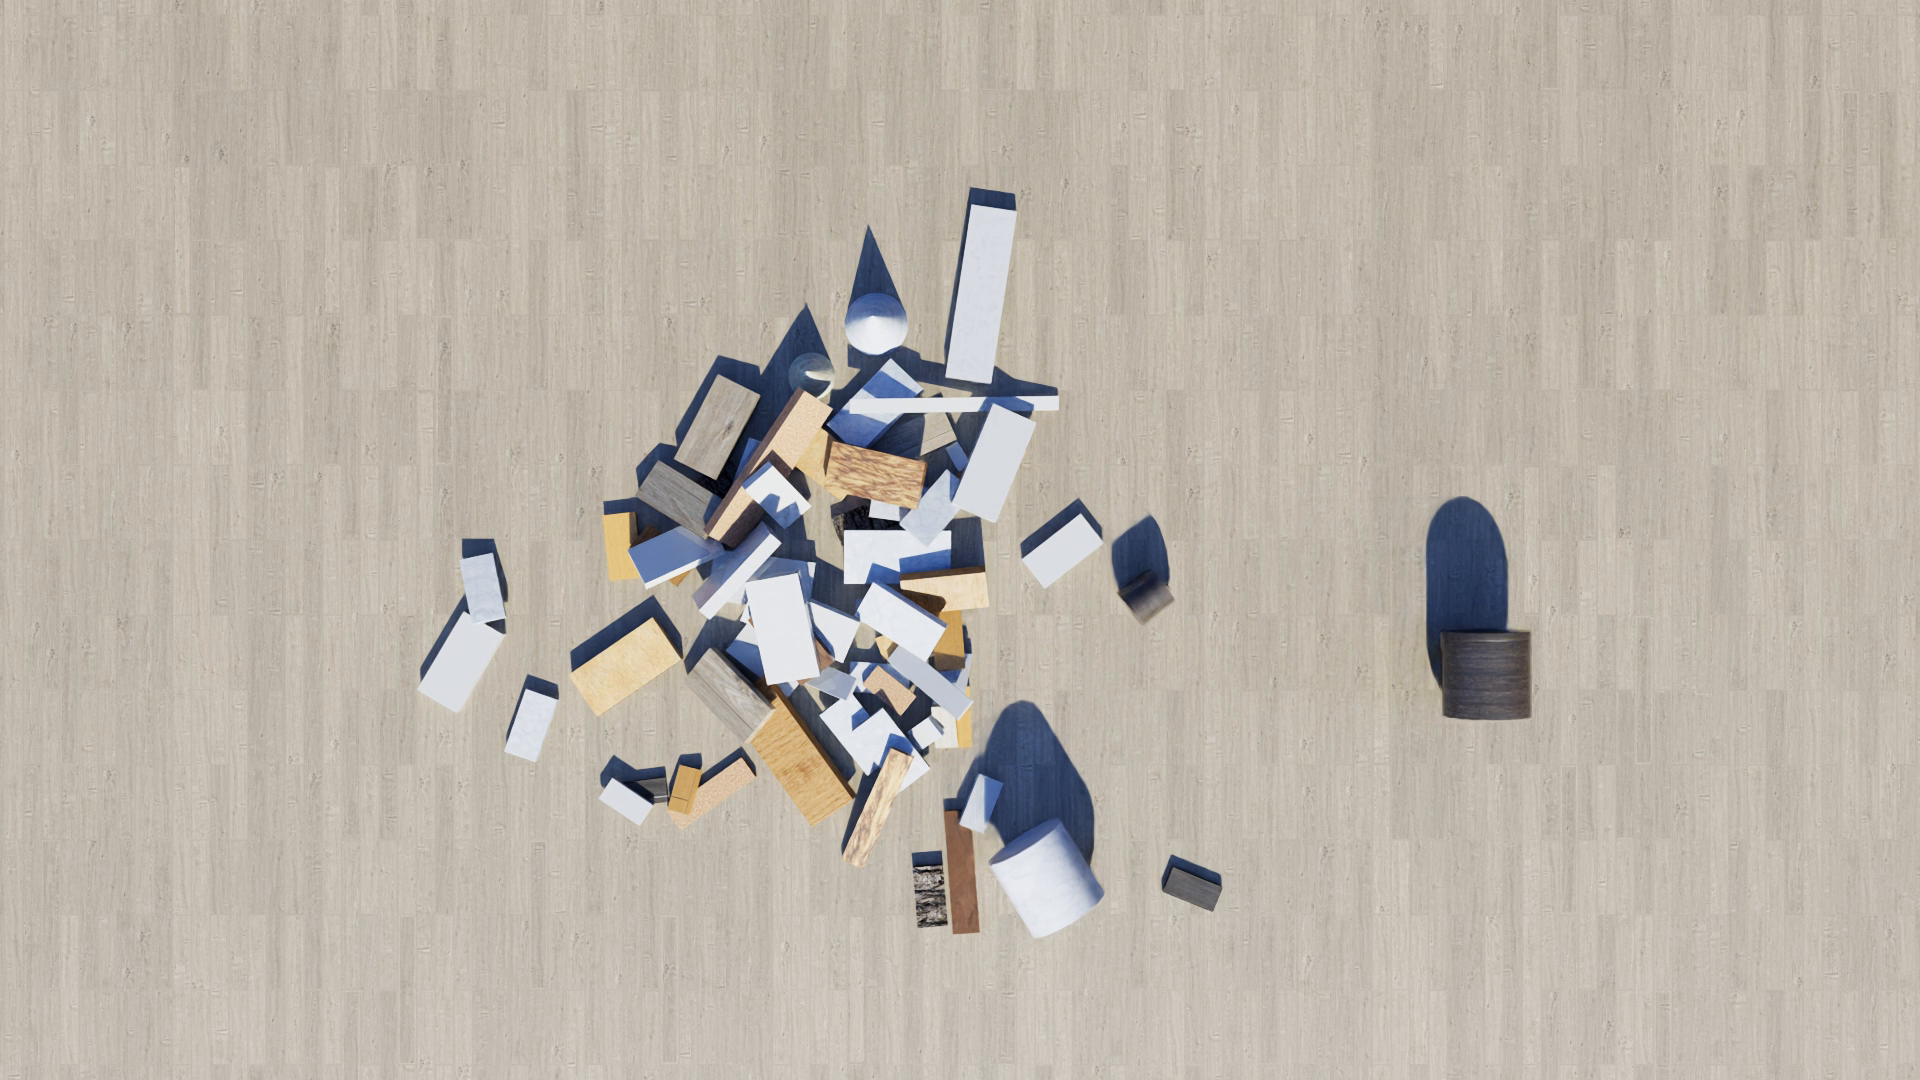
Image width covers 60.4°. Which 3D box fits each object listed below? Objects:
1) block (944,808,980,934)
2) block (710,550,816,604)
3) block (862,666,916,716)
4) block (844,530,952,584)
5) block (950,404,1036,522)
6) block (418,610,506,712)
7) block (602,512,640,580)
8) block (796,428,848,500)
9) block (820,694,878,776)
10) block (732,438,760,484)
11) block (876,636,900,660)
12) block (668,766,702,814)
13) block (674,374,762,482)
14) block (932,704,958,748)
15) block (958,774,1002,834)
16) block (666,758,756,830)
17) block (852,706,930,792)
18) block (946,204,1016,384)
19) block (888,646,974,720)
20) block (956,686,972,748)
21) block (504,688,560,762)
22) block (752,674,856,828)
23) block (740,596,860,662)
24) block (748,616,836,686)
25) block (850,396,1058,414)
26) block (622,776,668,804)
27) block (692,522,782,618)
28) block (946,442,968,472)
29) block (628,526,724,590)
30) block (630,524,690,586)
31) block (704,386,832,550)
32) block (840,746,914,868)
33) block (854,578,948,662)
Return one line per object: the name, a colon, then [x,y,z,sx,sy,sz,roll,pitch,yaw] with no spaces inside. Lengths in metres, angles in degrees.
block: [0.006,1.102,5.487,0.090,0.025,0.409,-4,90,0]
block: [-0.656,0.136,5.476,0.337,0.048,0.168,8,90,0]
block: [-0.233,0.497,5.460,0.164,0.023,0.082,39,90,0]
block: [-0.207,0.055,5.457,0.351,0.050,0.176,0,95,-3]
block: [0.109,-0.252,5.420,0.158,0.045,0.356,23,83,-9]
block: [-1.655,0.404,5.479,0.151,0.043,0.301,31,90,0]
block: [-1.120,0.021,5.485,0.109,0.031,0.219,-6,90,0]
block: [-0.467,-0.281,5.478,0.304,0.043,0.152,37,90,0]
block: [-0.335,0.639,5.467,0.129,0.036,0.258,-38,97,0]
block: [-0.691,-0.203,5.453,0.102,0.029,0.252,19,101,-11]
block: [-0.194,0.336,5.489,0.158,0.022,0.079,-21,90,0]
block: [-0.912,0.829,5.471,0.075,0.021,0.150,12,81,10]
block: [-0.800,-0.371,5.460,0.158,0.045,0.316,27,87,7]
block: [-0.049,0.613,5.433,0.075,0.021,0.150,-3,111,7]
block: [0.068,0.873,5.470,0.090,0.025,0.179,23,84,-12]
block: [-0.826,0.844,5.488,0.306,0.023,0.081,-35,90,0]
block: [-0.227,0.690,5.442,0.129,0.036,0.257,-37,97,1]
block: [0.071,-0.814,5.471,0.152,0.043,0.575,9,88,0]
block: [-0.098,0.462,5.414,0.315,0.022,0.079,39,91,19]
block: [-0.014,0.589,5.486,0.101,0.029,0.202,-2,90,0]
block: [-1.424,0.615,5.485,0.109,0.031,0.219,19,90,0]
block: [-0.561,0.694,5.453,0.175,0.050,0.501,-36,90,15]
block: [-0.525,0.263,5.436,0.365,0.043,0.151,23,103,-4]
block: [-0.552,0.326,5.410,0.140,0.040,0.281,-36,100,10]
block: [-0.017,-0.447,5.439,0.696,0.013,0.047,-2,99,-8]
block: [-1.056,0.840,5.488,0.163,0.023,0.081,-7,90,0]
block: [-0.728,0.096,5.365,0.337,0.168,0.048,-47,112,0]
block: [-0.006,-0.277,5.473,0.047,0.013,0.094,-32,67,6]
block: [-0.932,0.038,5.418,0.282,0.040,0.141,-25,67,-15]
block: [-0.984,0.052,5.465,0.203,0.029,0.102,40,75,-5]
block: [-0.628,-0.231,5.395,0.040,0.141,0.562,36,94,43]
block: [-0.272,0.884,5.443,0.082,0.023,0.425,24,102,-1]
block: [-0.193,0.264,5.421,0.281,0.040,0.140,32,113,5]
